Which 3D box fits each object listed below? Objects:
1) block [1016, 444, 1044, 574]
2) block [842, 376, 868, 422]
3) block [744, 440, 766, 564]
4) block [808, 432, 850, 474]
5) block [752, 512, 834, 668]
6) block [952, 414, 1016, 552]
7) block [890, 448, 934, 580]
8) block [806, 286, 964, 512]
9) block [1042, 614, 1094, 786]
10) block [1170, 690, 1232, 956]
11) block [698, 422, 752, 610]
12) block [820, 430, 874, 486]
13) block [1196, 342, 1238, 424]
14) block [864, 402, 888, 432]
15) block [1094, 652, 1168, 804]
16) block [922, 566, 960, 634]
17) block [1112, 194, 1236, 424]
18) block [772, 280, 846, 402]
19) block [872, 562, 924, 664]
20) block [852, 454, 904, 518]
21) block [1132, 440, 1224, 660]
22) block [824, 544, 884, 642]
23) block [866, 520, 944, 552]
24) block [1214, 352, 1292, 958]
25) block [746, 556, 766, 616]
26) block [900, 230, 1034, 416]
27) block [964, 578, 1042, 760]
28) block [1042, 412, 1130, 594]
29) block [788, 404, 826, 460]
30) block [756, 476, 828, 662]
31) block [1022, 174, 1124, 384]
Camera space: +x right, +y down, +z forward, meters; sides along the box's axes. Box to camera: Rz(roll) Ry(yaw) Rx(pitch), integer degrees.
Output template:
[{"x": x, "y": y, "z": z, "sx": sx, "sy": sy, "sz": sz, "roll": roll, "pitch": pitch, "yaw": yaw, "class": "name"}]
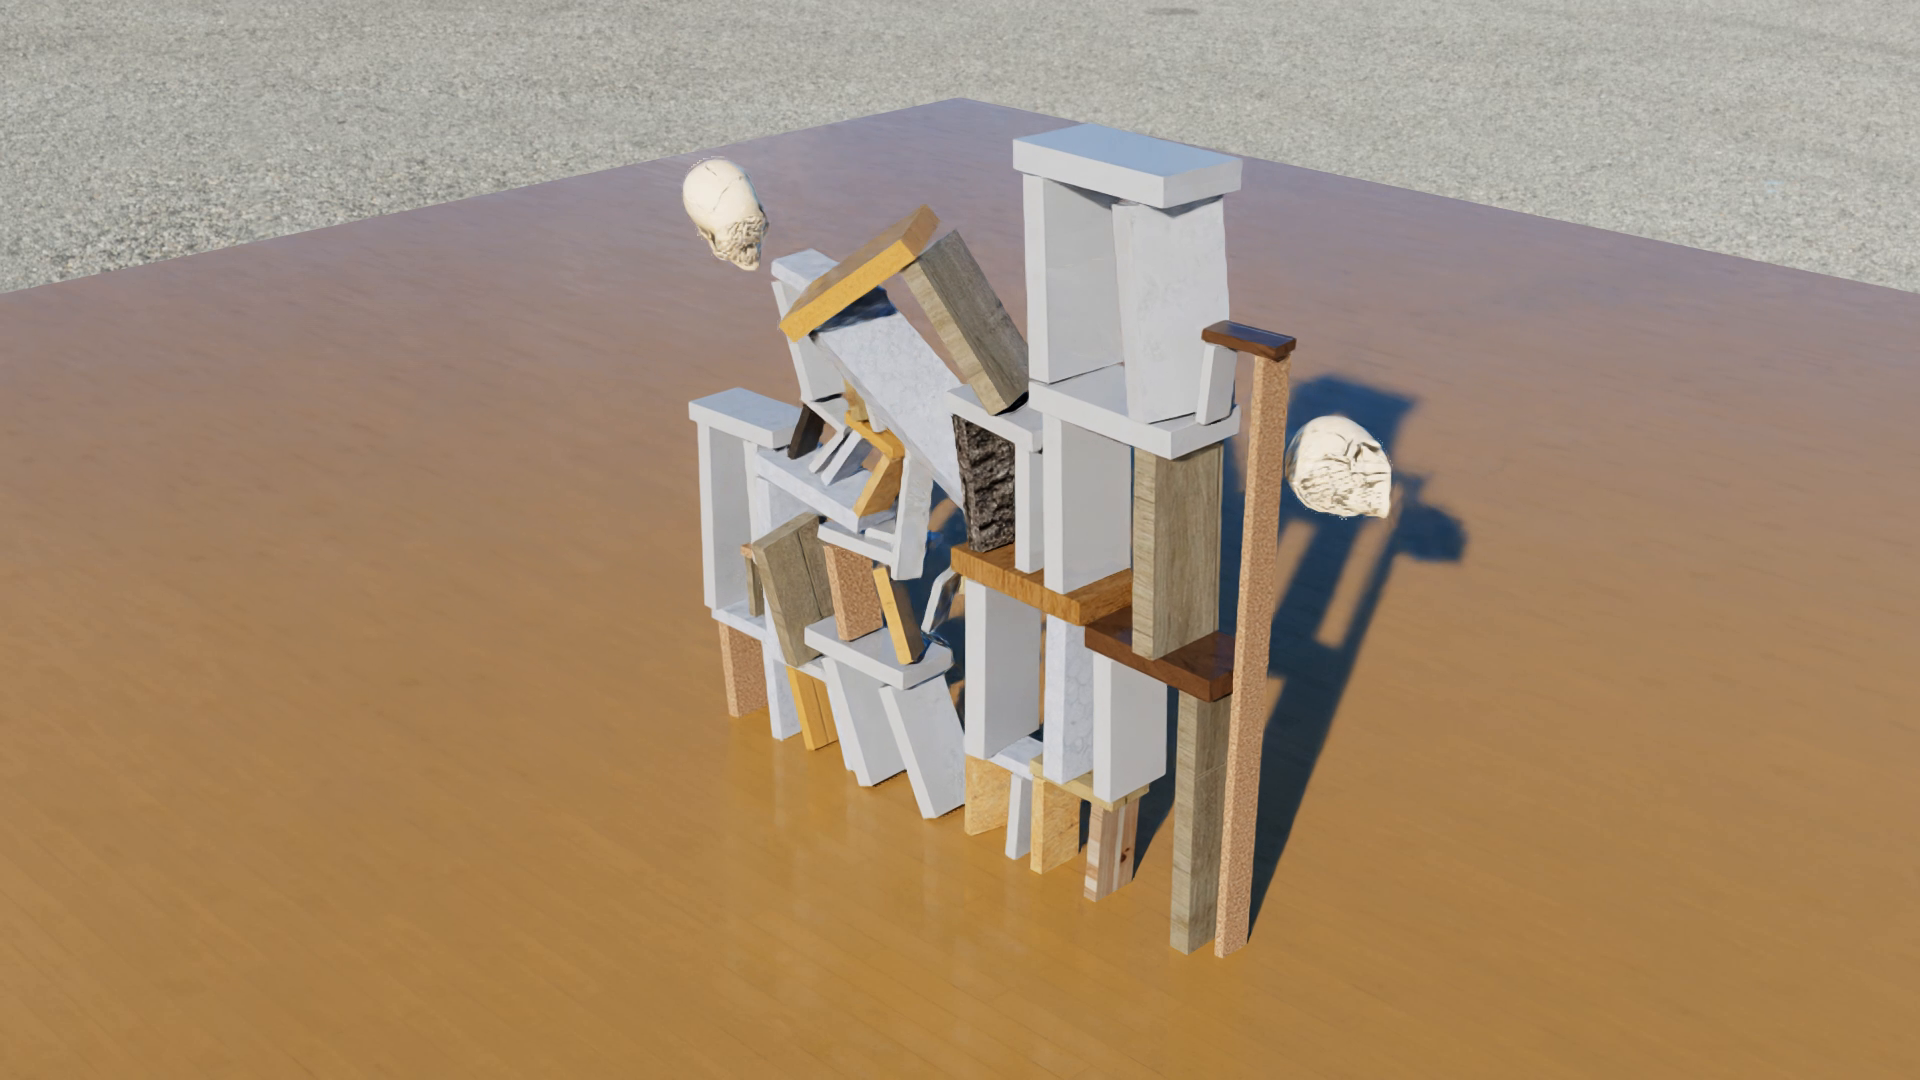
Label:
[{"x": 0.161, "y": -0.079, "z": 4.006, "sx": 0.130, "sy": 0.259, "sz": 0.037, "roll": -22, "pitch": 33, "yaw": -37, "class": "block"}, {"x": -0.181, "y": -0.346, "z": 4.279, "sx": 0.107, "sy": 0.213, "sz": 0.030, "roll": -18, "pitch": 9, "yaw": -36, "class": "block"}, {"x": -0.380, "y": -0.095, "z": 4.594, "sx": 0.038, "sy": 0.270, "sz": 0.135, "roll": 15, "pitch": 27, "yaw": 38, "class": "block"}, {"x": -0.246, "y": -0.185, "z": 4.413, "sx": 0.068, "sy": 0.136, "sz": 0.019, "roll": -25, "pitch": 75, "yaw": -43, "class": "block"}, {"x": -0.329, "y": 0.104, "z": 4.573, "sx": 0.147, "sy": 0.293, "sz": 0.042, "roll": -33, "pitch": 34, "yaw": -31, "class": "block"}, {"x": 0.063, "y": -0.120, "z": 4.104, "sx": 0.130, "sy": 0.259, "sz": 0.037, "roll": -19, "pitch": 19, "yaw": -35, "class": "block"}, {"x": -0.090, "y": -0.053, "z": 4.259, "sx": 0.064, "sy": 0.263, "sz": 0.018, "roll": -4, "pitch": 17, "yaw": -40, "class": "block"}, {"x": -0.065, "y": -0.252, "z": 4.126, "sx": 0.154, "sy": 0.523, "sz": 0.044, "roll": -49, "pitch": 18, "yaw": -23, "class": "block"}, {"x": 0.233, "y": 0.270, "z": 4.078, "sx": 0.169, "sy": 0.338, "sz": 0.048, "roll": -21, "pitch": 32, "yaw": -39, "class": "block"}, {"x": 0.448, "y": 0.482, "z": 3.931, "sx": 0.149, "sy": 0.535, "sz": 0.042, "roll": -23, "pitch": 33, "yaw": -38, "class": "block"}, {"x": -0.492, "y": -0.066, "z": 4.729, "sx": 0.135, "sy": 0.424, "sz": 0.038, "roll": -21, "pitch": 32, "yaw": -41, "class": "block"}, {"x": -0.211, "y": -0.175, "z": 4.379, "sx": 0.081, "sy": 0.162, "sz": 0.023, "roll": -27, "pitch": 72, "yaw": -44, "class": "block"}, {"x": 0.422, "y": -0.262, "z": 3.606, "sx": 0.019, "sy": 0.136, "sz": 0.068, "roll": 25, "pitch": 32, "yaw": 37, "class": "block"}, {"x": -0.154, "y": -0.278, "z": 4.236, "sx": 0.064, "sy": 0.128, "sz": 0.018, "roll": -27, "pitch": 22, "yaw": -33, "class": "block"}, {"x": 0.312, "y": 0.318, "z": 4.013, "sx": 0.149, "sy": 0.298, "sz": 0.042, "roll": -22, "pitch": 32, "yaw": -37, "class": "block"}, {"x": -0.037, "y": 0.117, "z": 4.394, "sx": 0.020, "sy": 0.139, "sz": 0.069, "roll": 32, "pitch": 43, "yaw": 19, "class": "block"}, {"x": 0.352, "y": -0.385, "z": 3.610, "sx": 0.179, "sy": 0.357, "sz": 0.051, "roll": -14, "pitch": 19, "yaw": -25, "class": "block"}, {"x": -0.290, "y": -0.405, "z": 4.364, "sx": 0.107, "sy": 0.243, "sz": 0.030, "roll": -20, "pitch": 7, "yaw": -38, "class": "block"}, {"x": -0.121, "y": 0.139, "z": 4.374, "sx": 0.028, "sy": 0.198, "sz": 0.099, "roll": -13, "pitch": 10, "yaw": 17, "class": "block"}, {"x": -0.144, "y": -0.113, "z": 4.300, "sx": 0.081, "sy": 0.162, "sz": 0.023, "roll": -17, "pitch": 60, "yaw": -41, "class": "block"}, {"x": 0.374, "y": 0.002, "z": 3.776, "sx": 0.169, "sy": 0.385, "sz": 0.048, "roll": -22, "pitch": 32, "yaw": -37, "class": "block"}, {"x": -0.216, "y": 0.096, "z": 4.475, "sx": 0.028, "sy": 0.198, "sz": 0.099, "roll": 5, "pitch": 19, "yaw": 44, "class": "block"}, {"x": -0.111, "y": -0.009, "z": 4.382, "sx": 0.139, "sy": 0.020, "sz": 0.069, "roll": 15, "pitch": 23, "yaw": 23, "class": "block"}, {"x": 0.499, "y": 0.221, "z": 3.772, "sx": 0.068, "sy": 1.146, "sz": 0.019, "roll": -20, "pitch": 31, "yaw": -38, "class": "block"}, {"x": -0.425, "y": 0.090, "z": 4.729, "sx": 0.068, "sy": 0.135, "sz": 0.019, "roll": -21, "pitch": 27, "yaw": -40, "class": "block"}, {"x": 0.023, "y": -0.390, "z": 3.939, "sx": 0.044, "sy": 0.309, "sz": 0.154, "roll": -24, "pitch": 13, "yaw": 38, "class": "block"}, {"x": 0.083, "y": 0.224, "z": 4.222, "sx": 0.048, "sy": 0.365, "sz": 0.169, "roll": 19, "pitch": 29, "yaw": 36, "class": "block"}, {"x": 0.227, "y": -0.087, "z": 3.924, "sx": 0.169, "sy": 0.338, "sz": 0.048, "roll": -21, "pitch": 30, "yaw": -36, "class": "block"}, {"x": -0.304, "y": -0.228, "z": 4.454, "sx": 0.019, "sy": 0.136, "sz": 0.068, "roll": 40, "pitch": 43, "yaw": 19, "class": "block"}, {"x": -0.343, "y": 0.044, "z": 4.599, "sx": 0.147, "sy": 0.399, "sz": 0.042, "roll": -19, "pitch": 27, "yaw": -38, "class": "block"}, {"x": 0.198, "y": -0.466, "z": 3.795, "sx": 0.179, "sy": 0.357, "sz": 0.051, "roll": -19, "pitch": 27, "yaw": -36, "class": "block"}]
